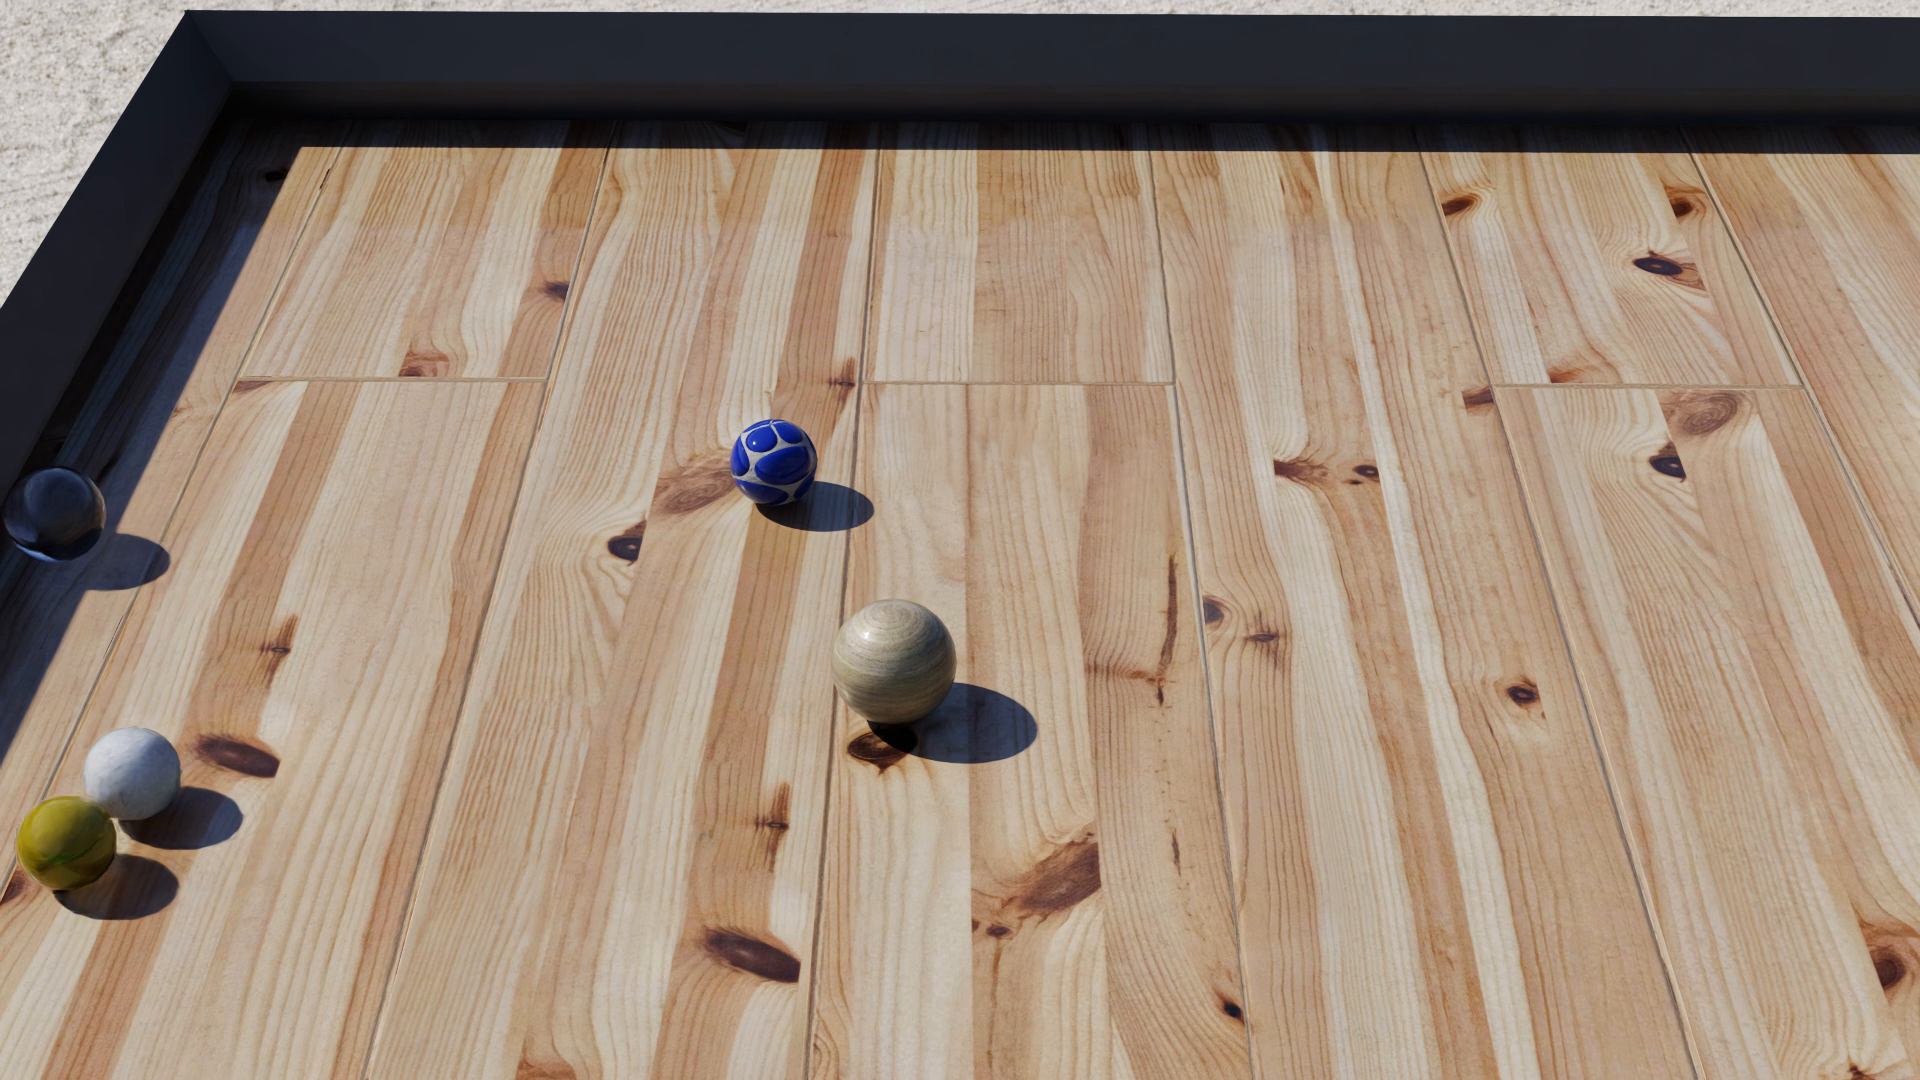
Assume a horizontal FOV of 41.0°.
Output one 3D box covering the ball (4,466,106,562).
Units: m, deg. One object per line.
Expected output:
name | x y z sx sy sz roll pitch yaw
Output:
ball | -0.646 -0.018 1.833 0.070 0.070 0.070 0 35 0

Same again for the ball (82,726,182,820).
ball | -0.519 0.147 1.609 0.059 0.059 0.059 0 35 0

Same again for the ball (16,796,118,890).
ball | -0.542 0.184 1.557 0.058 0.058 0.058 0 35 0

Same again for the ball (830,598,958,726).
ball | -0.044 0.080 1.683 0.083 0.083 0.083 0 35 0

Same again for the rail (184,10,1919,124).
rail | 0.730 -0.424 2.370 2.893 0.108 0.045 0 35 0

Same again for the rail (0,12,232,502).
rail | -0.699 -0.021 1.801 0.045 0.108 1.470 0 35 0

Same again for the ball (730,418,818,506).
ball | -0.137 -0.057 1.891 0.065 0.065 0.065 0 35 0
